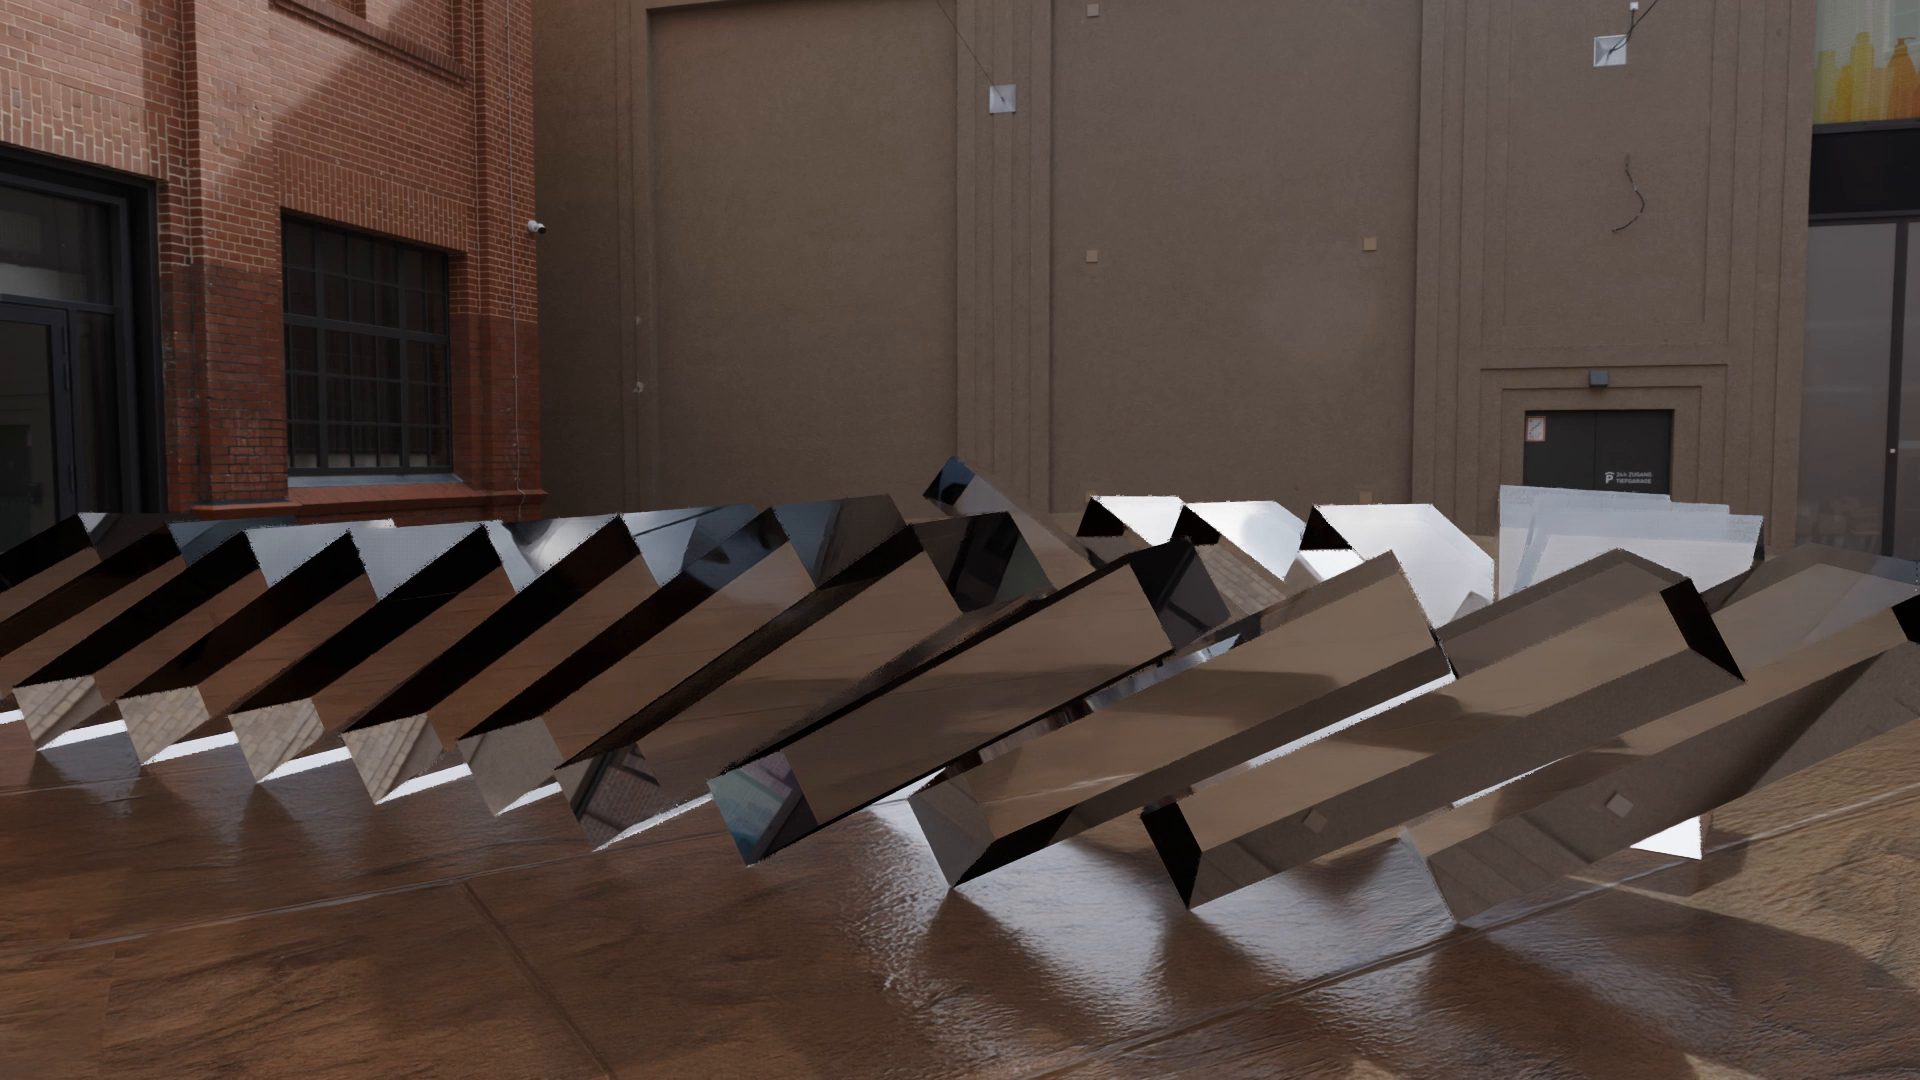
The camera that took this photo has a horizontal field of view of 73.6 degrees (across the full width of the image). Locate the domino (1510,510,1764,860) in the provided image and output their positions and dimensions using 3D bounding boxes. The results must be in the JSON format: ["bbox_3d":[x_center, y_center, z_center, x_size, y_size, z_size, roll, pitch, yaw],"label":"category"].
[{"bbox_3d":[0.078,0.014,0.153,0.025,0.010,0.050,3,36,38],"label":"domino"}]

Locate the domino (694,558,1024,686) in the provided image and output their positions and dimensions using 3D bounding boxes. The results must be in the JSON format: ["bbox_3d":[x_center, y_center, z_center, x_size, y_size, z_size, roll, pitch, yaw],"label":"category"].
[{"bbox_3d":[-0.014,0.014,0.201,0.025,0.009,0.050,-24,-19,28],"label":"domino"}]

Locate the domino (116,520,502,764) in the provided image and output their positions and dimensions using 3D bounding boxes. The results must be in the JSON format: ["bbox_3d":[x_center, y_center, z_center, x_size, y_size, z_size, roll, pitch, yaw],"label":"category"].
[{"bbox_3d":[-0.086,0.014,0.173,0.050,0.010,0.025,-29,-8,23],"label":"domino"}]

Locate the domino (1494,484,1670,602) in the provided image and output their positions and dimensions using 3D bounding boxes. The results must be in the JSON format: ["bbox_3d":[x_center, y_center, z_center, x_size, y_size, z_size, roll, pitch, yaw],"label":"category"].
[{"bbox_3d":[0.094,0.010,0.192,0.025,0.009,0.050,5,38,20],"label":"domino"}]

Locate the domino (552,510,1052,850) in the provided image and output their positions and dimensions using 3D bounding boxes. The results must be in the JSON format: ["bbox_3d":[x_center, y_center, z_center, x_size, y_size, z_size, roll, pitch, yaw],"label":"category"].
[{"bbox_3d":[-0.017,0.015,0.137,0.050,0.009,0.025,-34,-9,22],"label":"domino"}]

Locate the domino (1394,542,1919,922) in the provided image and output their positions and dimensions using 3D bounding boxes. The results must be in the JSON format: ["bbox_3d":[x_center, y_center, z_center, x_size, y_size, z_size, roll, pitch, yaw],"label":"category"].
[{"bbox_3d":[0.065,0.017,0.122,0.050,0.009,0.025,-28,2,9],"label":"domino"}]

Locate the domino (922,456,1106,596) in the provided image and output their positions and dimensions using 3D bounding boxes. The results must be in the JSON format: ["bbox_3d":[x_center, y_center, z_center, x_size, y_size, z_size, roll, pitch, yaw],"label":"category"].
[{"bbox_3d":[0.018,0.004,0.248,0.050,0.009,0.025,39,8,20],"label":"domino"}]

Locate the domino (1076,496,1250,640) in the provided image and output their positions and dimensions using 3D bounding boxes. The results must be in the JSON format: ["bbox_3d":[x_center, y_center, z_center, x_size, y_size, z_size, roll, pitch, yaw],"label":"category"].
[{"bbox_3d":[0.048,0.008,0.251,0.025,0.010,0.050,-1,31,-38],"label":"domino"}]

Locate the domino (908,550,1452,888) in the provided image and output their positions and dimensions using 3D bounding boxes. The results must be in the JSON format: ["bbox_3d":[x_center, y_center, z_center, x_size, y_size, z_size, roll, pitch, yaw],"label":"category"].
[{"bbox_3d":[0.022,0.017,0.128,0.050,0.009,0.025,-28,-4,17],"label":"domino"}]

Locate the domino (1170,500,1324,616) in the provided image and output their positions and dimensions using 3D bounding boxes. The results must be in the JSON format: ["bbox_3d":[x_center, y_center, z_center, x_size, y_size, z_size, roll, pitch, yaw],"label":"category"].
[{"bbox_3d":[0.064,0.009,0.235,0.025,0.010,0.050,-3,32,-34],"label":"domino"}]

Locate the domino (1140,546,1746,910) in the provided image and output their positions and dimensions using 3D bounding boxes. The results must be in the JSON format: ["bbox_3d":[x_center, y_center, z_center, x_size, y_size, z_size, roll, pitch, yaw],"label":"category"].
[{"bbox_3d":[0.043,0.017,0.122,0.050,0.009,0.025,-28,-2,16],"label":"domino"}]

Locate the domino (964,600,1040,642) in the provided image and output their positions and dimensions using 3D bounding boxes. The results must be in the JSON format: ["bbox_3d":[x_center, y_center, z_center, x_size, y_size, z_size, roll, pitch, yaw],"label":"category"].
[{"bbox_3d":[0.000,0.017,0.175,0.025,0.010,0.050,0,-13,0],"label":"domino"}]

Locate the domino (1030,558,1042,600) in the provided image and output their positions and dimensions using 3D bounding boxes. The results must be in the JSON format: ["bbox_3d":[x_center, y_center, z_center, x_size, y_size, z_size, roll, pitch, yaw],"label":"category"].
[{"bbox_3d":[-0.012,0.014,0.234,0.050,0.009,0.025,-1,-30,-9],"label":"domino"}]

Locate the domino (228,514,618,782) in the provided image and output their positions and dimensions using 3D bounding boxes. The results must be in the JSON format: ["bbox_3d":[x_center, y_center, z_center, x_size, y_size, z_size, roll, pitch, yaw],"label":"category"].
[{"bbox_3d":[-0.066,0.014,0.164,0.050,0.009,0.025,-31,-8,22],"label":"domino"}]

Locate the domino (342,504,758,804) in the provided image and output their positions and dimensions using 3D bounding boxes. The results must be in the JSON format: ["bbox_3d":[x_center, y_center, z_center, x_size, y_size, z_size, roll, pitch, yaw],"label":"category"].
[{"bbox_3d":[-0.047,0.013,0.154,0.050,0.010,0.025,-34,-10,22],"label":"domino"}]

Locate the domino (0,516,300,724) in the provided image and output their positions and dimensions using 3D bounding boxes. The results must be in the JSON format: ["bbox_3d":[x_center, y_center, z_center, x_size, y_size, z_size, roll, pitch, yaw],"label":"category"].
[{"bbox_3d":[-0.125,0.012,0.192,0.050,0.009,0.025,-27,-2,11],"label":"domino"}]

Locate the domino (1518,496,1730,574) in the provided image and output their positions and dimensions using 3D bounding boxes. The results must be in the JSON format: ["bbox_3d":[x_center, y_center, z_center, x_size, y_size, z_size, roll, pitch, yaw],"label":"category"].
[{"bbox_3d":[0.088,0.012,0.172,0.025,0.009,0.050,5,37,30],"label":"domino"}]

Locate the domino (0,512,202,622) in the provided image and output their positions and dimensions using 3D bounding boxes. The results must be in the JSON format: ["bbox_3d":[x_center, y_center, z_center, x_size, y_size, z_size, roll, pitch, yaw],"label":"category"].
[{"bbox_3d":[-0.144,0.011,0.197,0.050,0.009,0.025,-27,-2,5],"label":"domino"}]

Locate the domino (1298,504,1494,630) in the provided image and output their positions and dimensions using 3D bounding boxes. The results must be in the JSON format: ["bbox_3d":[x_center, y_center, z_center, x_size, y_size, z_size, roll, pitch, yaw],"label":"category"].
[{"bbox_3d":[0.081,0.011,0.216,0.025,0.009,0.050,-1,32,-17],"label":"domino"}]

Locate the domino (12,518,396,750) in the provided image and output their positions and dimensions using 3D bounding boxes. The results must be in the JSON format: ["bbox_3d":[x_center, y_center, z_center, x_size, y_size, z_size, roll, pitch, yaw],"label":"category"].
[{"bbox_3d":[-0.105,0.013,0.182,0.050,0.009,0.025,-28,-5,19],"label":"domino"}]

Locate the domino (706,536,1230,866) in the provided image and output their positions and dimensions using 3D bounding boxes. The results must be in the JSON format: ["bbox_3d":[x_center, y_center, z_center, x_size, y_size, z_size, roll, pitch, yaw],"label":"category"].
[{"bbox_3d":[0.001,0.016,0.132,0.050,0.010,0.025,-30,-8,22],"label":"domino"}]

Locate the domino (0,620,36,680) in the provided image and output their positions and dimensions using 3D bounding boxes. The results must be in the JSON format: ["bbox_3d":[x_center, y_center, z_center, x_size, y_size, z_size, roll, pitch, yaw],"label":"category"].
[{"bbox_3d":[-0.186,0.022,0.215,0.025,0.009,0.050,0,4,2],"label":"domino"}]

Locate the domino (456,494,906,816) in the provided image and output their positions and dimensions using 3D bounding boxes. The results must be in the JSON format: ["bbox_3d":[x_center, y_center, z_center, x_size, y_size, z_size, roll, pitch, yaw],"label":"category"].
[{"bbox_3d":[-0.030,0.013,0.145,0.050,0.010,0.025,-34,-9,23],"label":"domino"}]
